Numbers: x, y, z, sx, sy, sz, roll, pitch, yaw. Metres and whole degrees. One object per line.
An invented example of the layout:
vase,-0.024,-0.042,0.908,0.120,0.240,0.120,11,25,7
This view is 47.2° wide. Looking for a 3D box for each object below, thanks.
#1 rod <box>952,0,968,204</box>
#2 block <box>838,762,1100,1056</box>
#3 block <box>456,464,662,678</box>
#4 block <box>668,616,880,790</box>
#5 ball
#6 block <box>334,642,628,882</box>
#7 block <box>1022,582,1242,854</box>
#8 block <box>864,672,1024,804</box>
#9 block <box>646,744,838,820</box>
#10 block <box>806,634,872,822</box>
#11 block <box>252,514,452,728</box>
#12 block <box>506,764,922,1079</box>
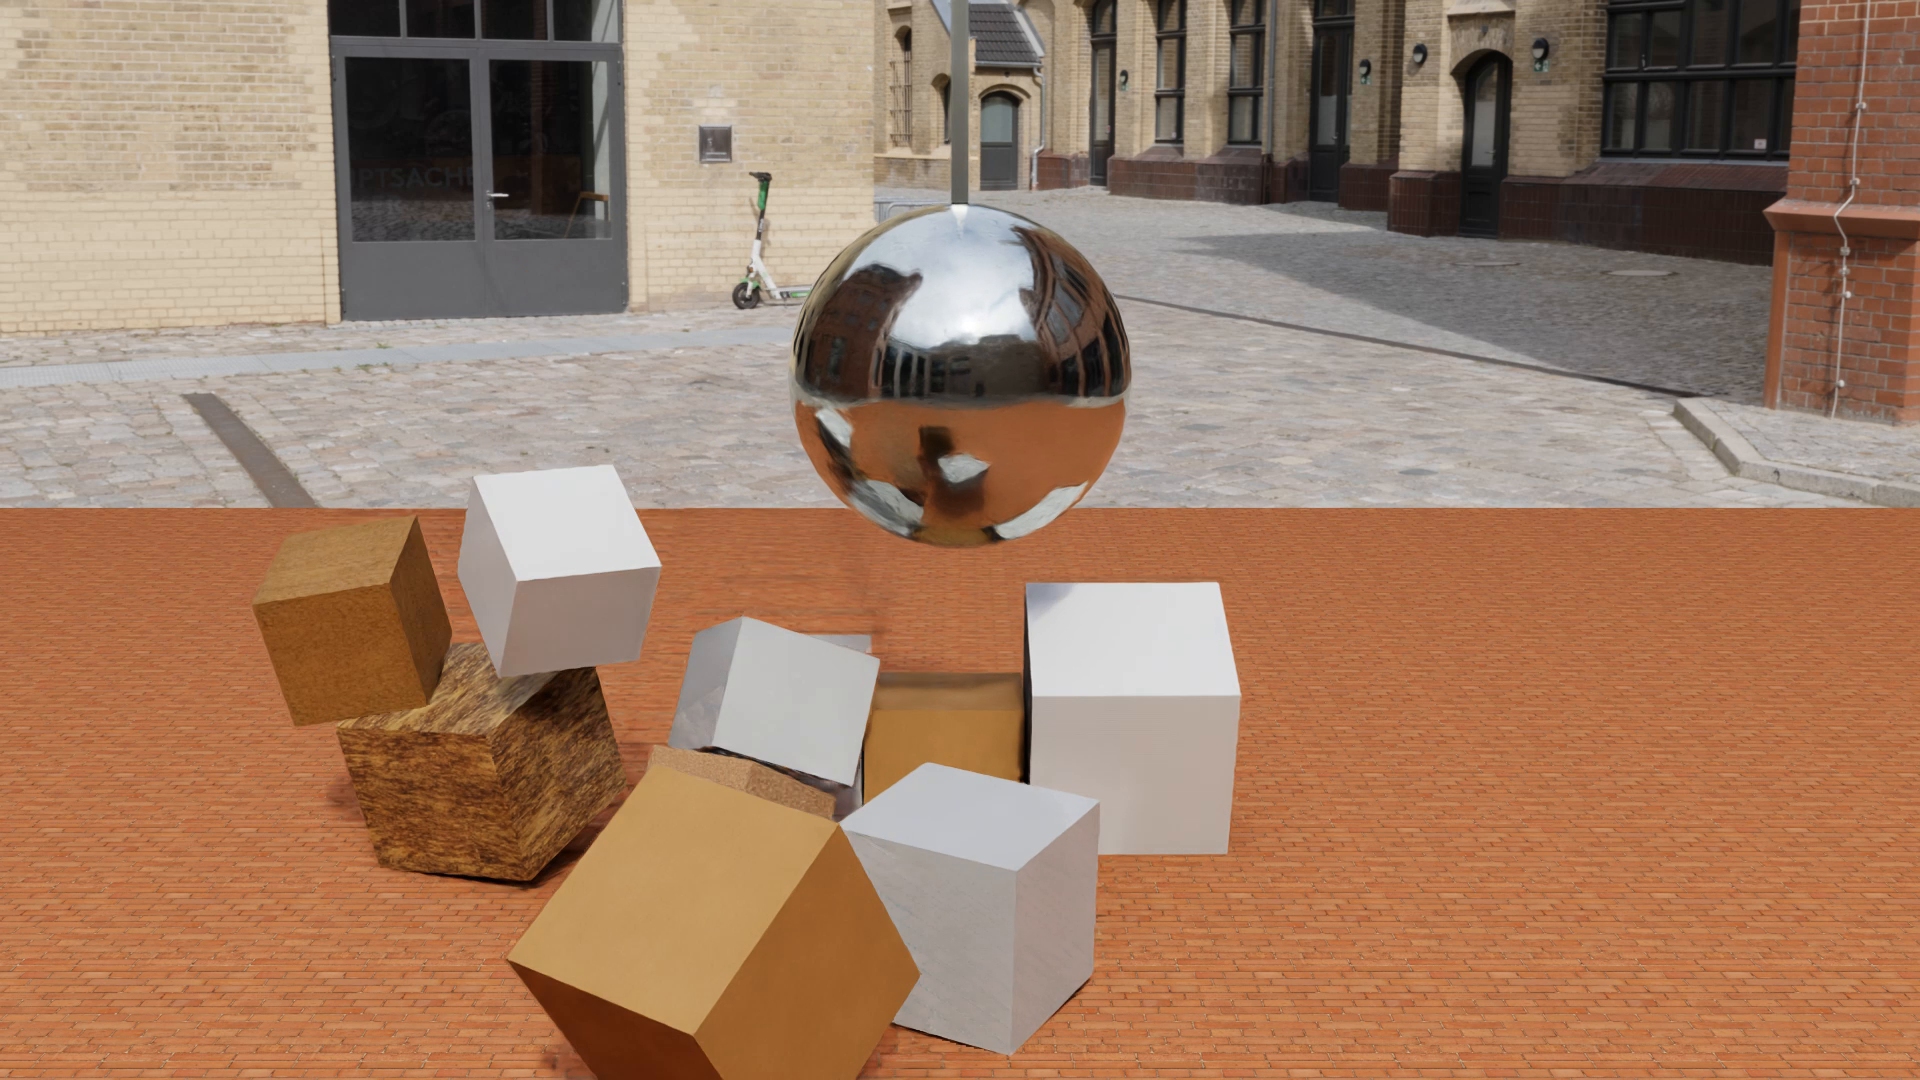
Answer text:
rod,0.000,-4.150,10.065,0.080,5.200,0.080,0,2,0
block,0.027,1.473,8.934,0.807,0.785,0.779,10,19,26
block,-1.848,0.134,10.076,0.667,0.603,0.697,-6,45,-29
block,-0.880,0.786,10.296,0.704,0.610,0.635,19,-17,-23
ball,0.000,-0.753,10.212,1.600,1.600,1.600,0,10,0
block,-2.324,1.063,10.769,0.895,0.786,0.887,0,25,26
block,0.833,0.893,11.118,0.992,0.972,0.991,0,32,-1
block,-0.075,1.126,11.394,0.800,0.709,0.790,0,10,1
block,-0.985,1.256,9.308,0.566,0.574,0.590,4,-18,36
block,-0.895,1.028,11.337,0.828,0.920,0.867,0,10,1
block,-2.920,0.385,10.638,0.653,0.683,0.696,-9,28,2
block,-0.833,1.491,7.682,0.841,0.909,0.872,13,53,33
